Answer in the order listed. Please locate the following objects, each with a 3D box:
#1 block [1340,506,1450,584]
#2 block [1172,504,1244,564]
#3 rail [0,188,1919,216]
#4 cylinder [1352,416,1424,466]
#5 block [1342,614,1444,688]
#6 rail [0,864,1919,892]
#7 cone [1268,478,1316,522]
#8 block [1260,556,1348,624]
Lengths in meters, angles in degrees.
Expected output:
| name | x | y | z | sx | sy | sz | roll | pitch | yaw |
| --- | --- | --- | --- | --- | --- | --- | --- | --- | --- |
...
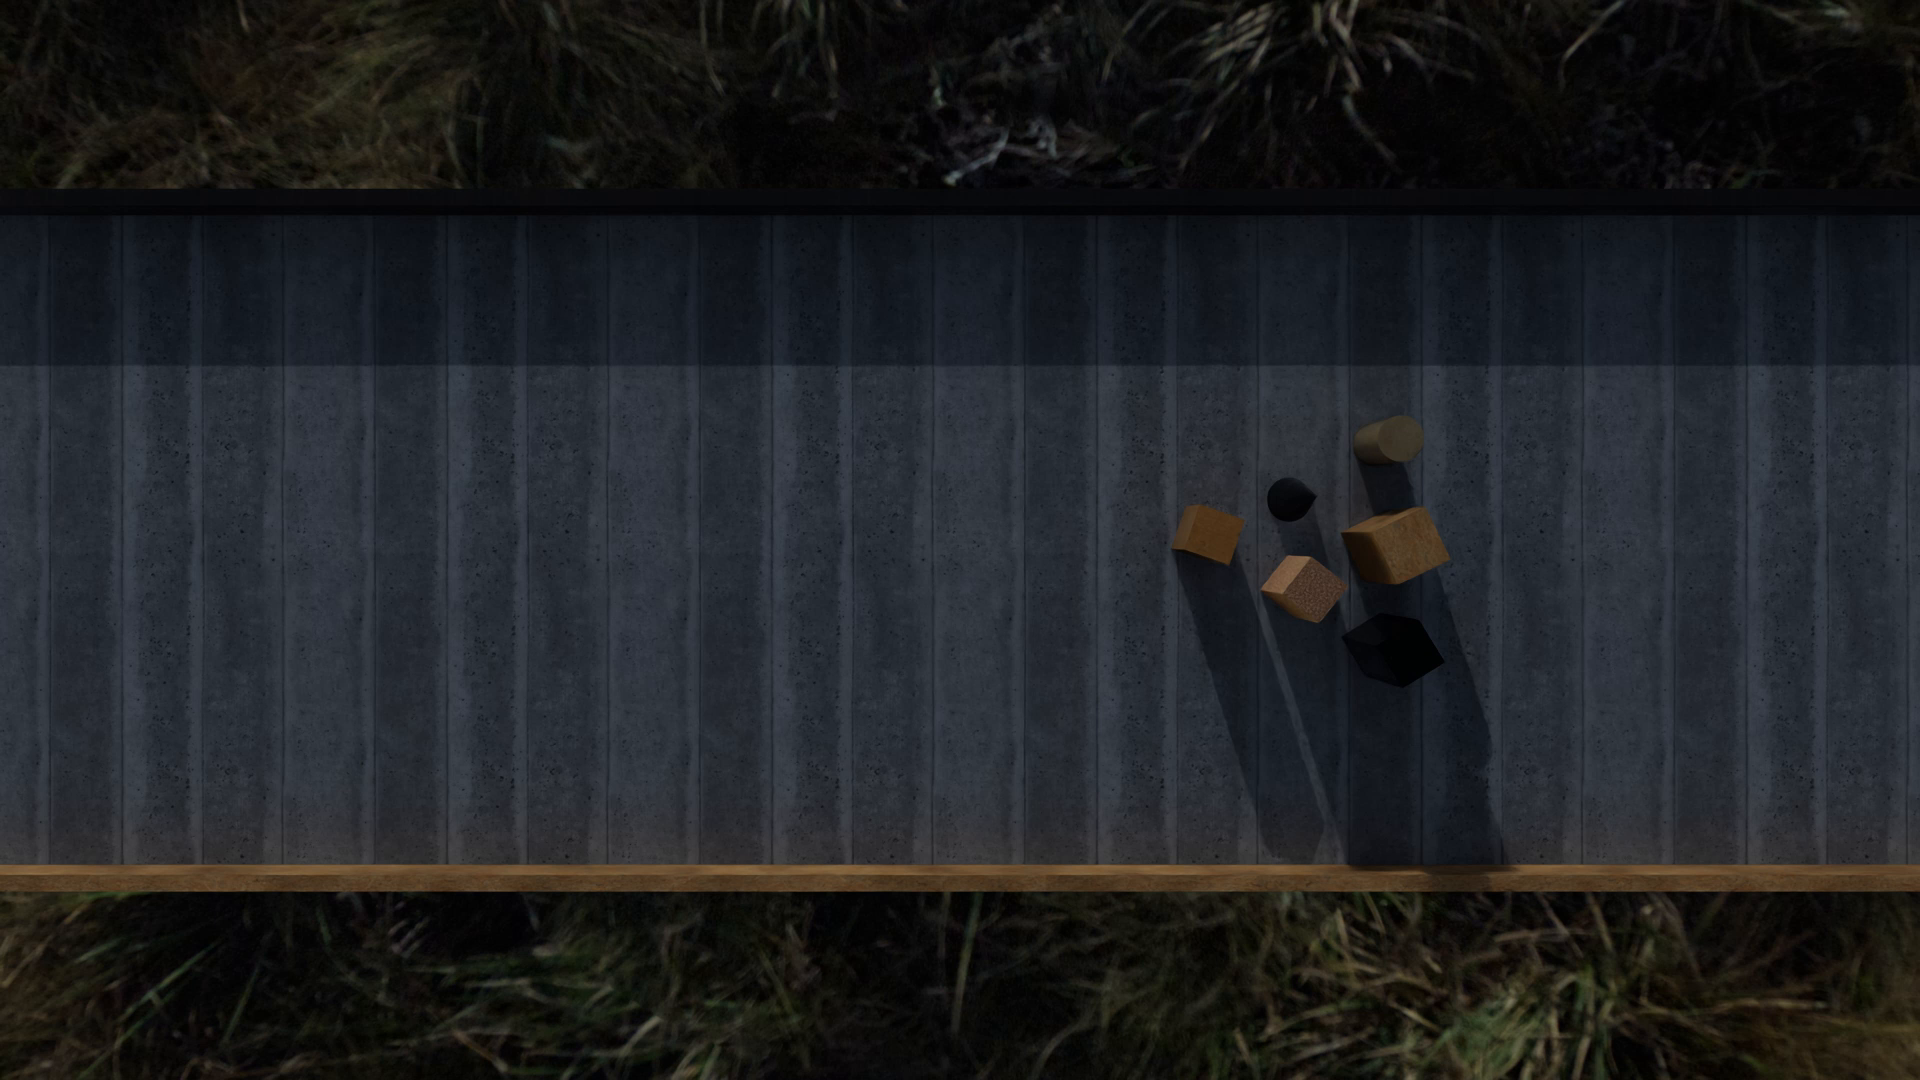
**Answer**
| name | x | y | z | sx | sy | sz | roll | pitch | yaw |
| --- | --- | --- | --- | --- | --- | --- | --- | --- | --- |
| block | 1.282 | 0.016 | 4.878 | 0.167 | 0.396 | 0.167 | -26 | 90 | 0 |
| block | 0.737 | -0.016 | 4.925 | 0.138 | 0.302 | 0.138 | 19 | 90 | 0 |
| rail | -2.247 | -1.025 | 5.002 | 12.000 | 0.150 | 0.050 | 0 | 90 | 0 |
| cylinder | 1.276 | -0.294 | 4.925 | 0.134 | 0.303 | 0.134 | 0 | 90 | 0 |
| block | 1.270 | 0.321 | 4.861 | 0.141 | 0.431 | 0.141 | -32 | 90 | 0 |
| rail | -2.247 | 1.025 | 5.001 | 12.000 | 0.150 | 0.050 | 0 | 90 | 0 |
| cone | 1.013 | -0.124 | 4.875 | 0.136 | 0.402 | 0.136 | 0 | 90 | 0 |
| block | 1.018 | 0.143 | 4.900 | 0.136 | 0.354 | 0.136 | 38 | 90 | 0 |
